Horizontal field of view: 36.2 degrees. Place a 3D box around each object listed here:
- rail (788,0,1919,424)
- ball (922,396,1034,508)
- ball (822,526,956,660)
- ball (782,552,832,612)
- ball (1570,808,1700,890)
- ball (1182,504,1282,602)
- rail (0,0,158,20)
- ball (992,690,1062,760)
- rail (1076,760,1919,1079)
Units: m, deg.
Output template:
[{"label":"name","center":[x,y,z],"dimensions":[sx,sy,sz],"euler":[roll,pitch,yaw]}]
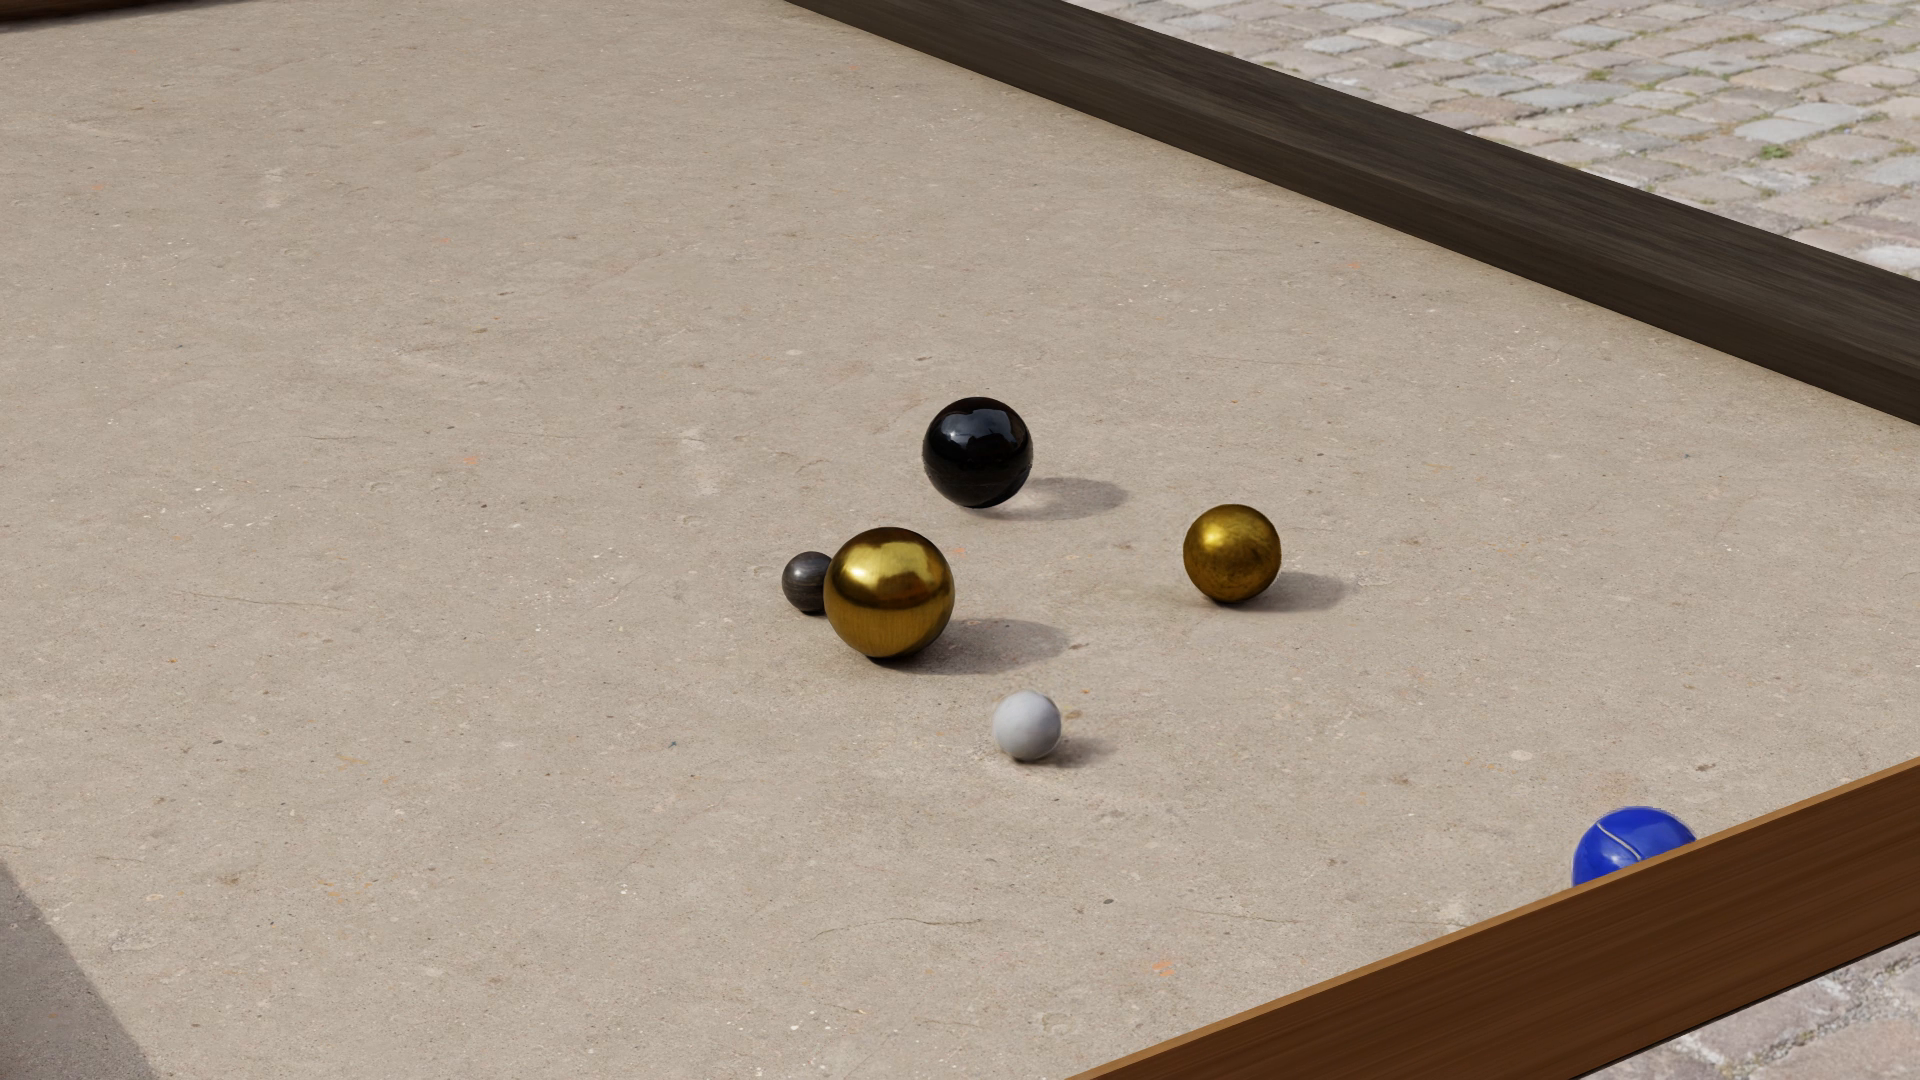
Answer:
[{"label":"rail","center":[0.317,-0.473,3.333],"dimensions":[0.045,0.128,3.096],"euler":[-15,27,-30]},{"label":"ball","center":[0.015,-0.073,2.447],"dimensions":[0.093,0.093,0.093],"euler":[0,23,0]},{"label":"ball","center":[-0.053,0.039,2.179],"dimensions":[0.098,0.098,0.098],"euler":[0,23,0]},{"label":"ball","center":[-0.114,0.032,2.261],"dimensions":[0.047,0.047,0.047],"euler":[0,23,0]},{"label":"ball","center":[0.418,0.206,1.807],"dimensions":[0.084,0.084,0.084],"euler":[0,23,0]},{"label":"ball","center":[0.211,0.010,2.275],"dimensions":[0.077,0.077,0.077],"euler":[0,23,0]},{"label":"rail","center":[-1.262,-0.782,4.055],"dimensions":[1.823,0.128,0.045],"euler":[-15,27,-30]},{"label":"ball","center":[0.047,0.128,2.035],"dimensions":[0.048,0.048,0.048],"euler":[0,23,0]},{"label":"rail","center":[0.412,0.222,1.713],"dimensions":[1.823,0.128,0.045],"euler":[-15,27,-30]}]
